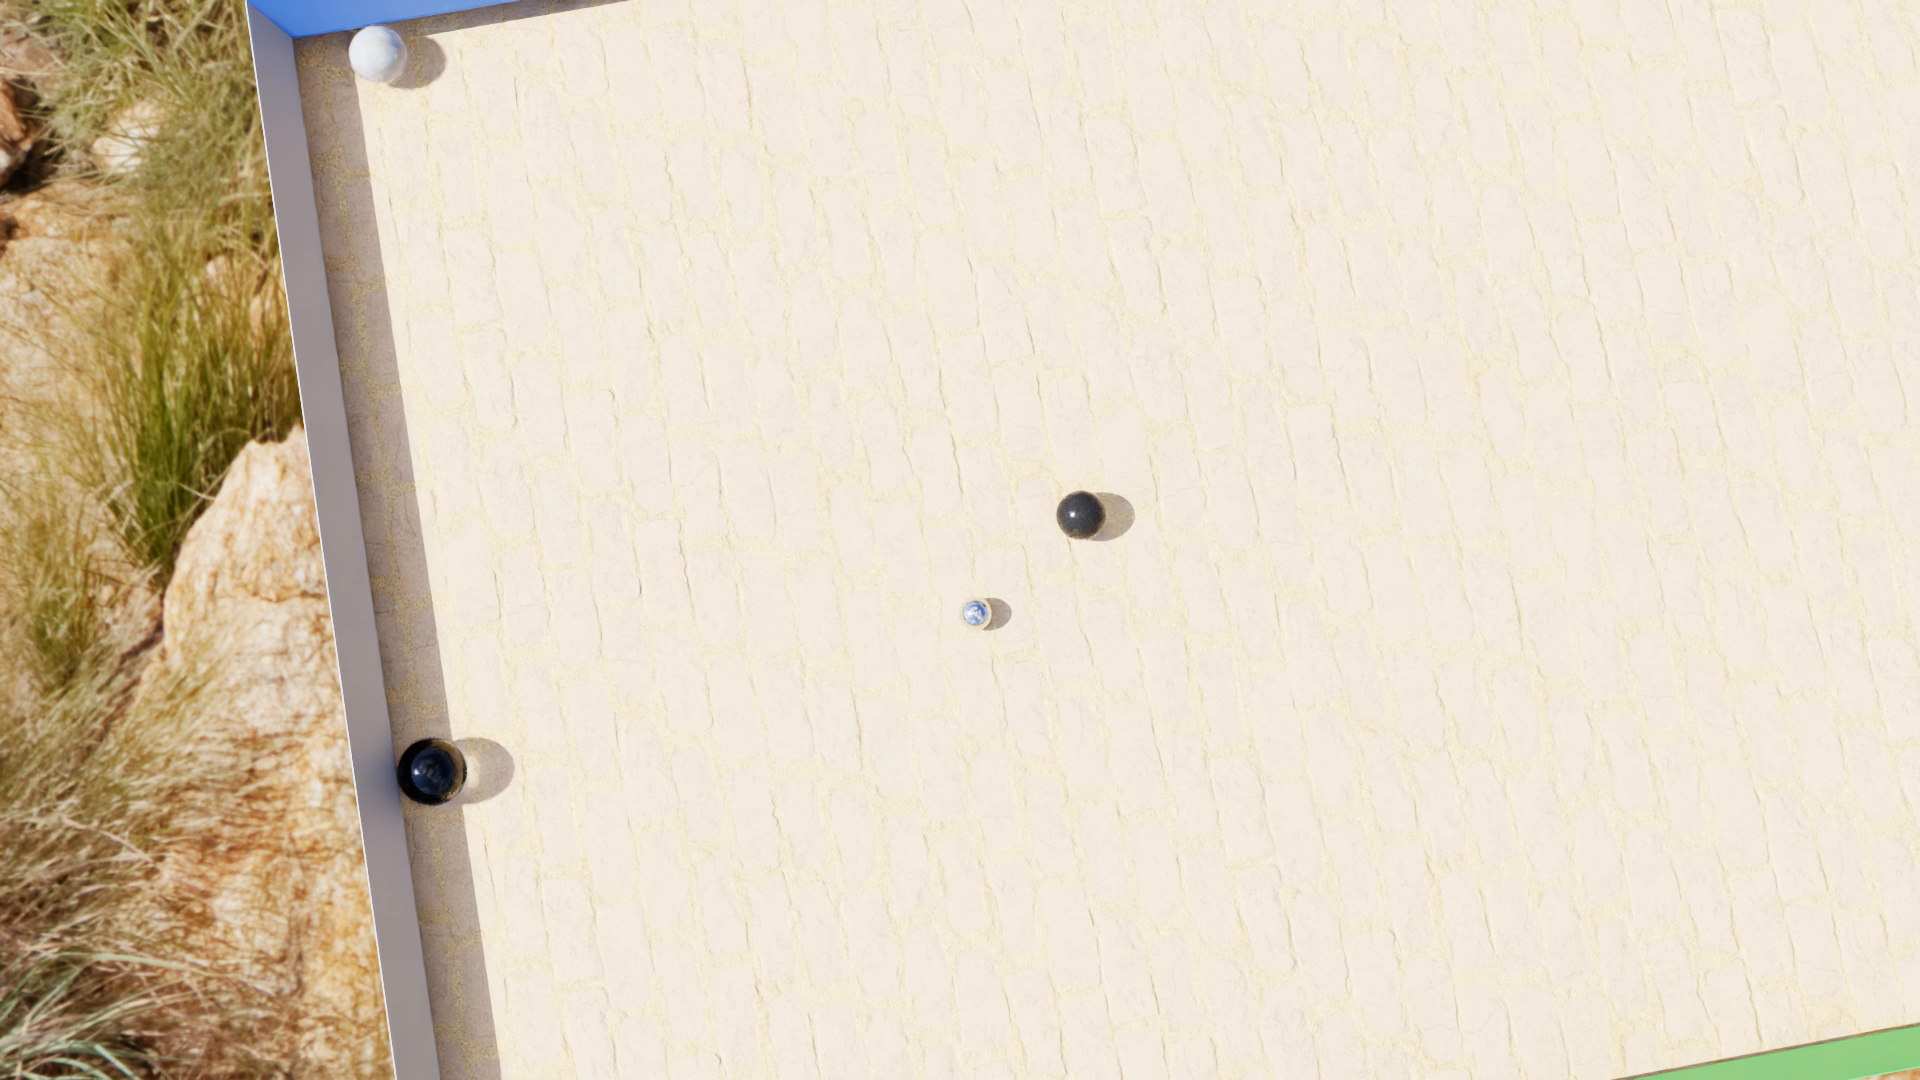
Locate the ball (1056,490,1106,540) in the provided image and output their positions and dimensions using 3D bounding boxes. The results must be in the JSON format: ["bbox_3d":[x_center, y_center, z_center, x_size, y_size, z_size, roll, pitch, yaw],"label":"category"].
[{"bbox_3d":[0.180,-0.037,3.271,0.075,0.075,0.075,0,82,0],"label":"ball"}]

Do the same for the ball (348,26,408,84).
[{"bbox_3d":[-0.890,-0.743,3.367,0.088,0.088,0.088,0,82,0],"label":"ball"}]

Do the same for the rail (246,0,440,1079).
[{"bbox_3d":[-0.874,0.152,3.215,0.045,0.128,1.964,-10,82,-1],"label":"rail"}]

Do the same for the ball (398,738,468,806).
[{"bbox_3d":[-0.769,0.338,3.204,0.099,0.099,0.099,0,82,0],"label":"ball"}]

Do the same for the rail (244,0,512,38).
[{"bbox_3d":[0.727,-1.097,3.397,3.646,0.128,0.045,-10,82,-1],"label":"rail"}]

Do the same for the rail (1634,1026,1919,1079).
[{"bbox_3d":[1.067,0.770,3.125,3.646,0.128,0.045,-10,82,-1],"label":"rail"}]

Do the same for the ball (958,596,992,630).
[{"bbox_3d":[0.023,0.109,3.262,0.050,0.050,0.050,0,82,0],"label":"ball"}]
